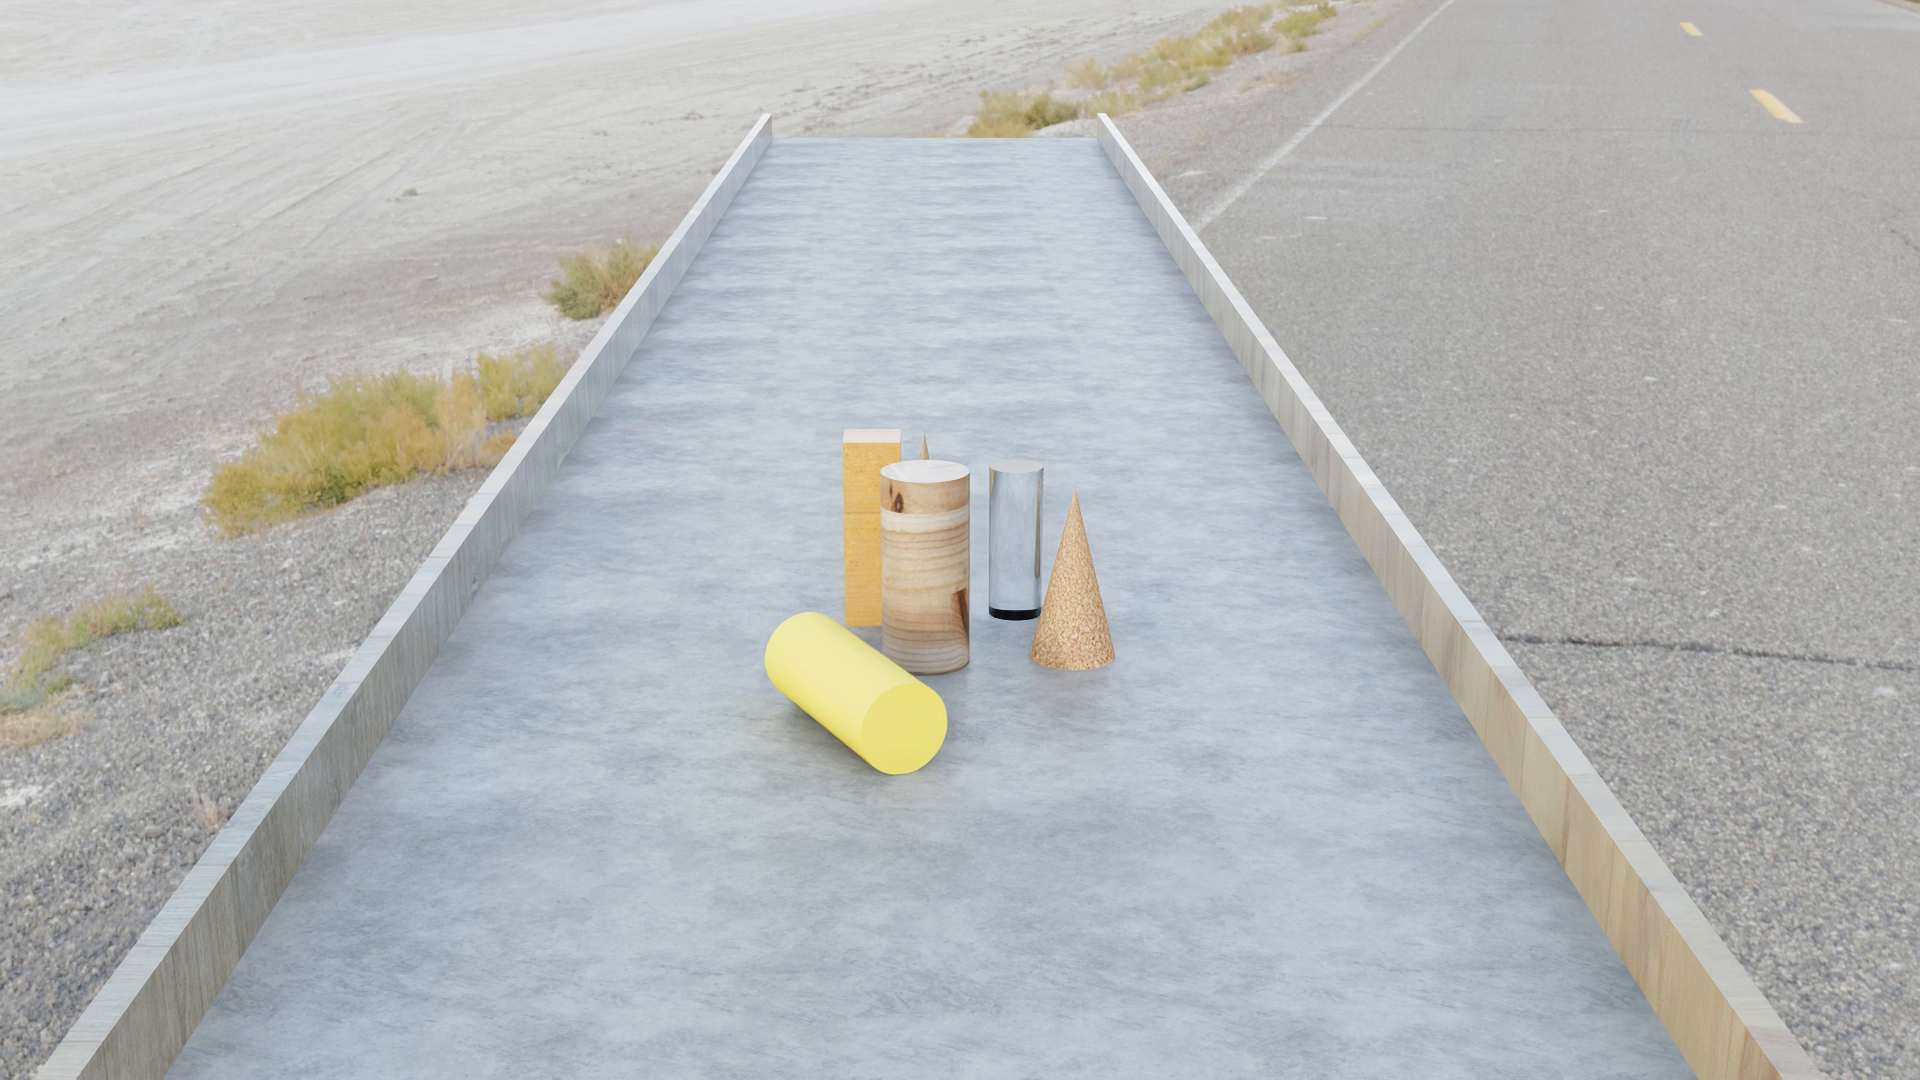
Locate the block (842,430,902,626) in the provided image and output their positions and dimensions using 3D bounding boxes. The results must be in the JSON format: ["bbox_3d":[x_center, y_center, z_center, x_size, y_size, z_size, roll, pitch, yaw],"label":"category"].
[{"bbox_3d":[-0.182,-0.026,4.620,0.118,0.396,0.118,0,17,0],"label":"block"}]

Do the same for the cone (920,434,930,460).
[{"bbox_3d":[-0.078,-0.075,4.884,0.126,0.340,0.126,0,17,0],"label":"cone"}]

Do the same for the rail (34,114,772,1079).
[{"bbox_3d":[-1.118,-0.838,7.780,0.050,0.150,12.000,0,17,-1],"label":"rail"}]

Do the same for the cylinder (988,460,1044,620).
[{"bbox_3d":[0.118,0.000,4.660,0.114,0.323,0.114,0,17,0],"label":"cylinder"}]

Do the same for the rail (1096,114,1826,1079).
[{"bbox_3d":[0.932,-0.844,7.801,0.050,0.150,12.000,0,17,-1],"label":"rail"}]

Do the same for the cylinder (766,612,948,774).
[{"bbox_3d":[-0.196,0.273,4.012,0.168,0.168,0.436,-8,18,-26],"label":"cylinder"}]

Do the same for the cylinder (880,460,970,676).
[{"bbox_3d":[-0.068,0.054,4.354,0.175,0.394,0.175,0,17,0],"label":"cylinder"}]

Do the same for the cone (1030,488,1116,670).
[{"bbox_3d":[0.227,0.065,4.393,0.173,0.350,0.173,0,17,0],"label":"cone"}]
